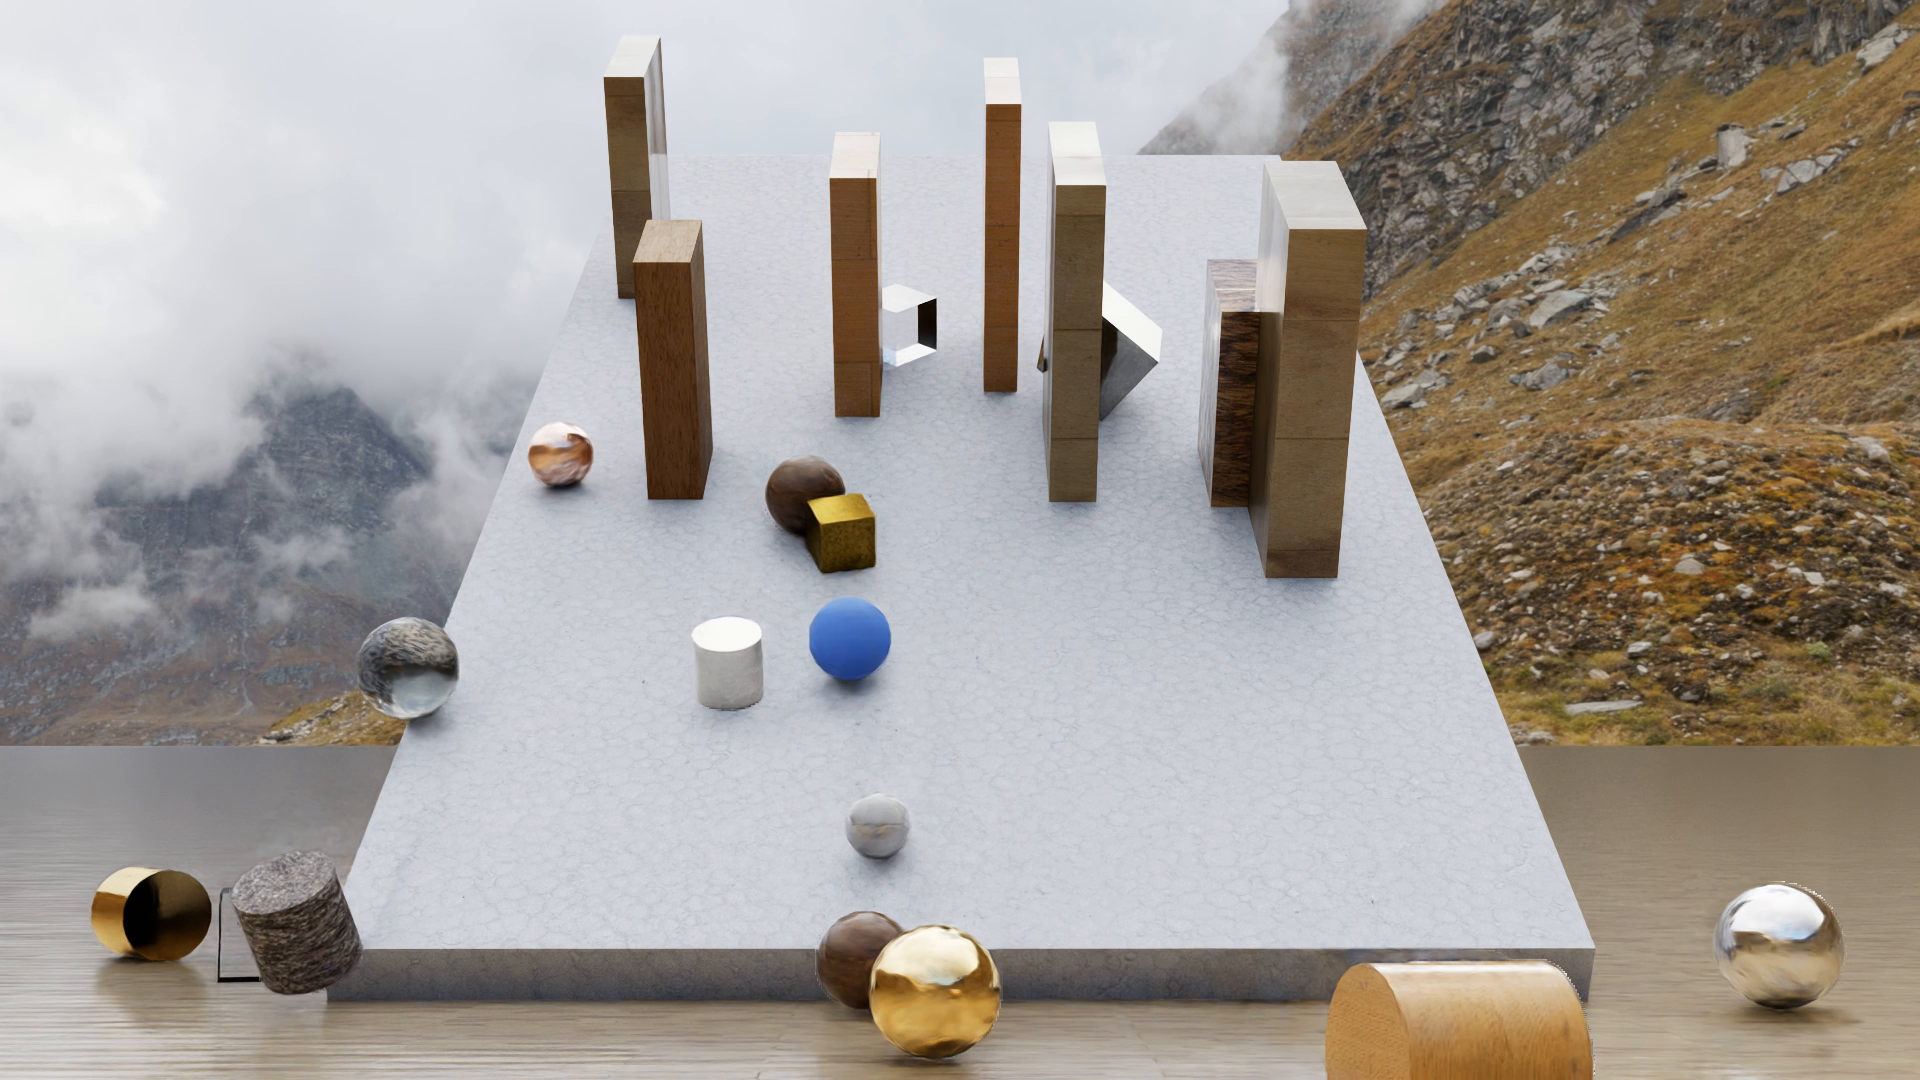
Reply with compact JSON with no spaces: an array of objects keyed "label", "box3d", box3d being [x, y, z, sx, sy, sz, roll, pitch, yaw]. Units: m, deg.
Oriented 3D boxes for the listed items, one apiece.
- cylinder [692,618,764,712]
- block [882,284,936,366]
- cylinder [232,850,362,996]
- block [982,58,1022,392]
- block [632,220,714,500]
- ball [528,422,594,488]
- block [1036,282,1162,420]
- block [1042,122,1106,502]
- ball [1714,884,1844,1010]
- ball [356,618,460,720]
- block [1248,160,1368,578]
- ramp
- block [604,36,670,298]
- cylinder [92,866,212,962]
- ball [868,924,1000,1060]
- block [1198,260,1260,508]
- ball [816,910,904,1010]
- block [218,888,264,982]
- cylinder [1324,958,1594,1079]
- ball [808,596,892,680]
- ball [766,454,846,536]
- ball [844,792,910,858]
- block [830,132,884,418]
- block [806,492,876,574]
[{"label":"cylinder","box3d":[-0.428,0.229,4.381,0.127,0.127,0.127,0,27,0]},{"label":"block","box3d":[-0.156,-0.532,5.856,0.140,0.140,0.140,24,35,38]},{"label":"cylinder","box3d":[-1.018,0.588,3.649,0.156,0.156,0.156,-9,28,5]},{"label":"block","box3d":[0.097,-0.755,5.672,0.081,0.705,0.378,0,27,0]},{"label":"block","box3d":[-0.617,-0.390,5.131,0.118,0.545,0.261,0,27,0]},{"label":"ball","box3d":[-0.871,-0.186,5.172,0.144,0.144,0.144,0,-5,0]},{"label":"block","box3d":[0.327,-0.447,5.537,0.200,0.200,0.200,38,25,-12]},{"label":"block","box3d":[0.244,-0.499,5.161,0.102,0.716,0.429,0,27,0]},{"label":"ball","box3d":[1.258,0.624,3.645,0.190,0.190,0.190,0,-5,0]},{"label":"ball","box3d":[-1.002,0.233,4.309,0.185,0.185,0.185,0,-5,0]},{"label":"block","box3d":[0.694,-0.348,4.836,0.147,0.747,0.410,0,27,0]},{"label":"ramp","box3d":[-0.011,-0.226,5.523,2.000,0.100,4.000,0,27,0]},{"label":"block","box3d":[-0.843,-0.983,6.239,0.101,0.592,0.392,0,27,0]},{"label":"cylinder","box3d":[-1.529,0.706,4.486,0.169,0.169,0.169,4,-6,-39]},{"label":"ball","box3d":[-0.033,0.585,3.079,0.173,0.173,0.173,0,-5,0]},{"label":"block","box3d":[0.611,-0.342,5.147,0.141,0.451,0.309,0,27,0]},{"label":"ball","box3d":[-0.142,0.633,3.578,0.147,0.147,0.147,0,-5,0]},{"label":"block","box3d":[-1.207,0.684,4.123,0.151,0.151,0.151,1,-5,-15]},{"label":"cylinder","box3d":[0.487,0.511,2.331,0.191,0.191,0.191,0,-5,-17]},{"label":"ball","box3d":[-0.206,0.184,4.441,0.155,0.155,0.155,0,-5,0]},{"label":"ball","box3d":[-0.323,-0.095,4.969,0.169,0.169,0.169,0,-5,0]},{"label":"ball","box3d":[-0.136,0.472,3.927,0.109,0.109,0.109,0,-5,0]},{"label":"block","box3d":[-0.239,-0.621,5.546,0.105,0.581,0.335,0,27,0]},{"label":"block","box3d":[-0.244,-0.014,4.871,0.115,0.115,0.115,-8,28,-15]}]
